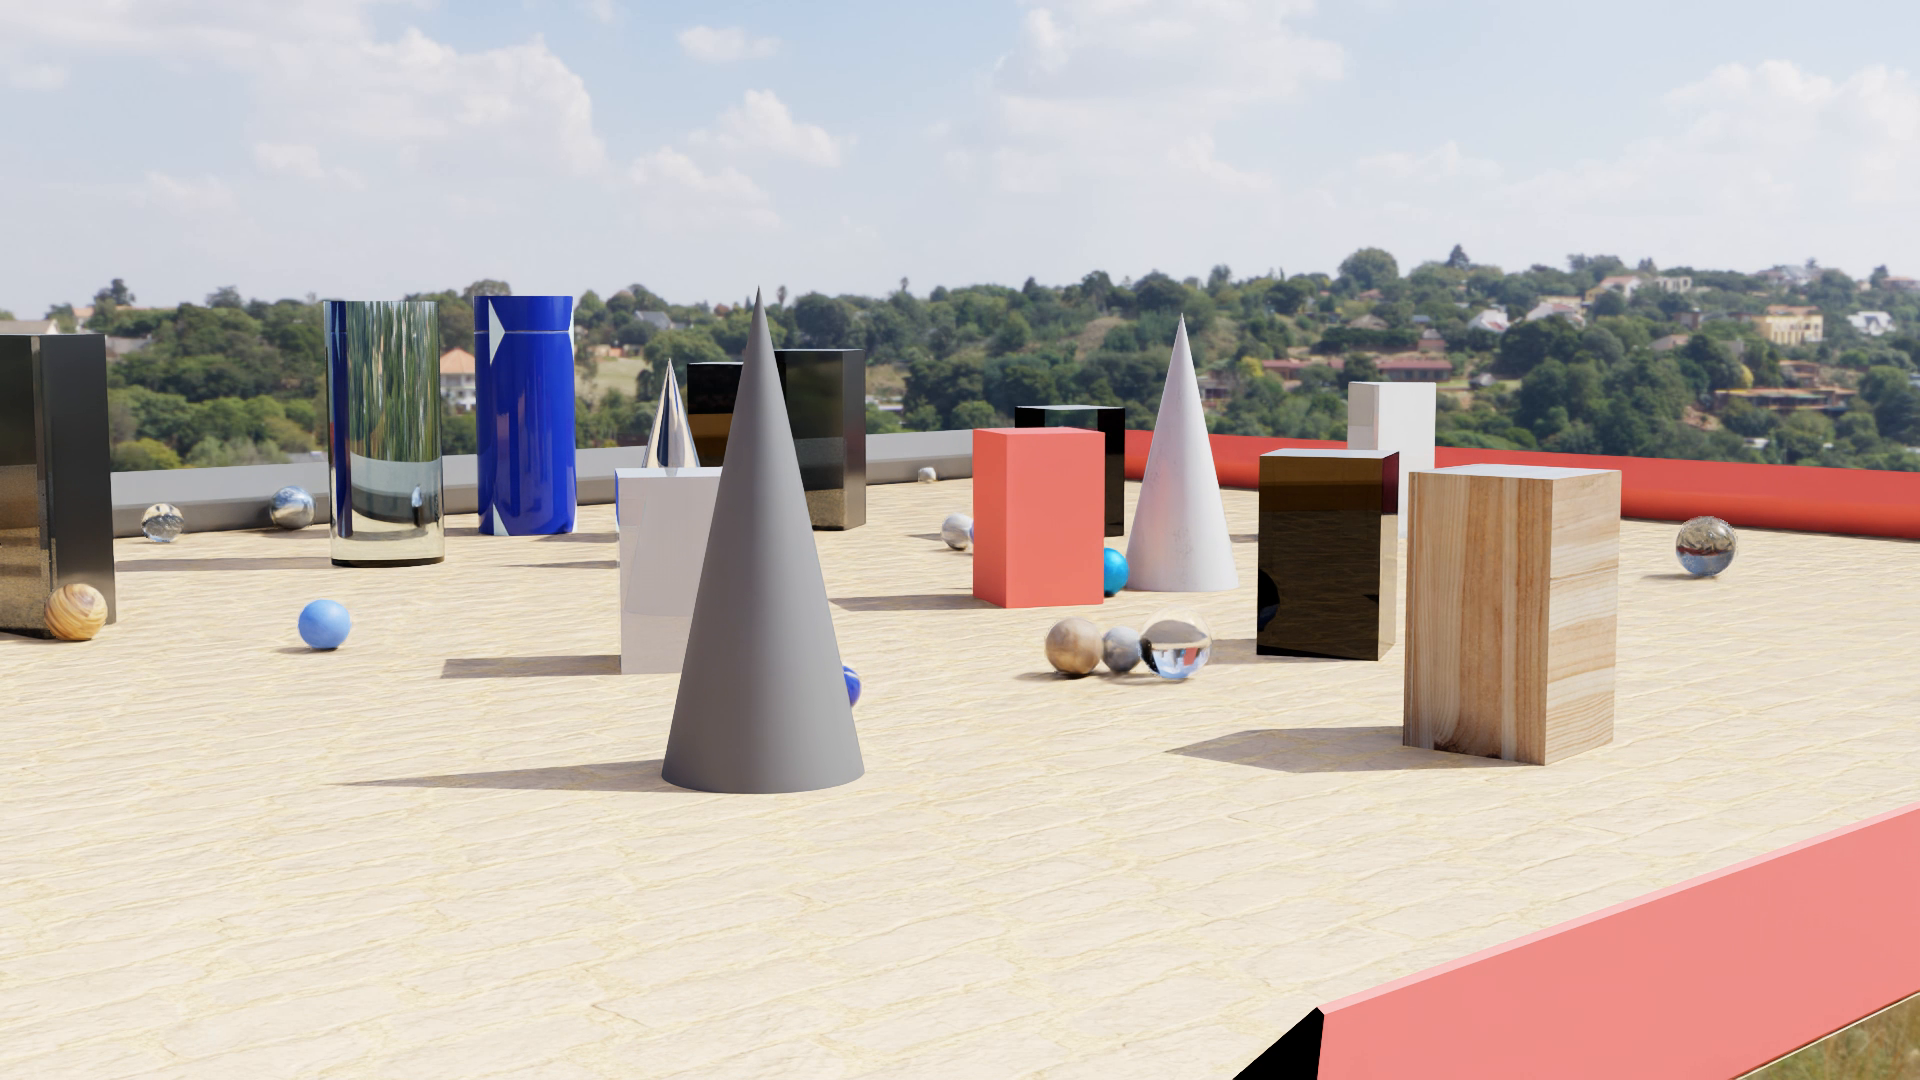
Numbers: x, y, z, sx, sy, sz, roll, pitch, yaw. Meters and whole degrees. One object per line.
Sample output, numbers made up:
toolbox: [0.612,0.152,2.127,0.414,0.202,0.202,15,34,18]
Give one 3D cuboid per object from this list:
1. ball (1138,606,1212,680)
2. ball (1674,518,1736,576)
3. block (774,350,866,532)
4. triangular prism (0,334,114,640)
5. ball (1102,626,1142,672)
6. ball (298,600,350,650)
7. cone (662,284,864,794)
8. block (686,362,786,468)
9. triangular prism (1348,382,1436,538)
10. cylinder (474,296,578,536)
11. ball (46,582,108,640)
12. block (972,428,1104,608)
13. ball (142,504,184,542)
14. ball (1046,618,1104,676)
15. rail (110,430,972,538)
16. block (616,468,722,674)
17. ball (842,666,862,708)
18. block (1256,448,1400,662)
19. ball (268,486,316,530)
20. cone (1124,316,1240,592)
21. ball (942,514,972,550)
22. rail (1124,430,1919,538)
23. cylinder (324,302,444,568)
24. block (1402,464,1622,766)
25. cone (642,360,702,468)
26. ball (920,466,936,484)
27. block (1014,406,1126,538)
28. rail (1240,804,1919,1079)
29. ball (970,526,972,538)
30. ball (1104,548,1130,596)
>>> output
ball: [0.260,0.124,2.661,0.089,0.089,0.089,0,6,0]
ball: [1.249,0.012,3.685,0.098,0.098,0.098,0,6,0]
block: [-0.291,-0.208,4.512,0.157,0.363,0.157,2,6,14]
triangular prism: [-1.255,-0.081,3.067,0.170,0.411,0.147,5,8,39]
ball: [0.200,0.135,2.709,0.057,0.057,0.057,0,6,0]
ball: [-0.834,0.111,2.887,0.067,0.067,0.067,0,6,0]
cone: [-0.190,-0.009,2.101,0.196,0.469,0.196,0,6,0]
block: [-0.437,-0.177,4.328,0.157,0.341,0.157,1,6,10]
triangular prism: [0.822,-0.159,4.344,0.170,0.302,0.147,-5,8,-37]
cylinder: [-0.872,-0.253,4.416,0.196,0.472,0.196,0,6,0]
ball: [-1.192,0.097,2.968,0.078,0.078,0.078,0,6,0]
block: [0.119,-0.037,3.372,0.157,0.261,0.157,-2,6,-18]
ball: [-1.533,-0.033,4.229,0.075,0.075,0.075,0,6,0]
ball: [0.139,0.130,2.681,0.071,0.071,0.071,0,6,0]
rail: [-1.226,-0.105,4.653,4.057,0.127,0.045,-5,8,-42]
block: [-0.351,0.035,2.769,0.157,0.242,0.157,-1,6,-10]
ball: [-0.136,0.165,2.433,0.054,0.054,0.054,0,6,0]
block: [0.484,0.015,2.883,0.157,0.259,0.157,2,6,19]
ball: [-1.351,-0.064,4.449,0.091,0.091,0.091,0,6,0]
cone: [0.356,-0.147,3.550,0.196,0.442,0.196,0,6,0]
ball: [-0.001,-0.015,4.097,0.066,0.066,0.066,0,6,0]
rail: [1.473,-0.108,4.684,0.045,0.127,3.662,-5,8,-42]
cylinder: [-1.014,-0.190,3.878,0.196,0.459,0.196,0,6,0]
block: [0.565,0.070,2.250,0.157,0.281,0.157,5,8,40]
cone: [-0.506,-0.138,3.855,0.196,0.362,0.196,0,6,0]
ball: [-0.083,-0.166,5.651,0.043,0.043,0.043,0,6,0]
block: [0.216,-0.136,4.353,0.157,0.253,0.157,-4,7,-31]
rail: [1.226,0.171,2.011,4.057,0.127,0.045,-5,8,-42]
ball: [0.057,-0.014,4.024,0.078,0.078,0.078,0,6,0]
ball: [0.227,0.050,3.434,0.075,0.075,0.075,0,6,0]
